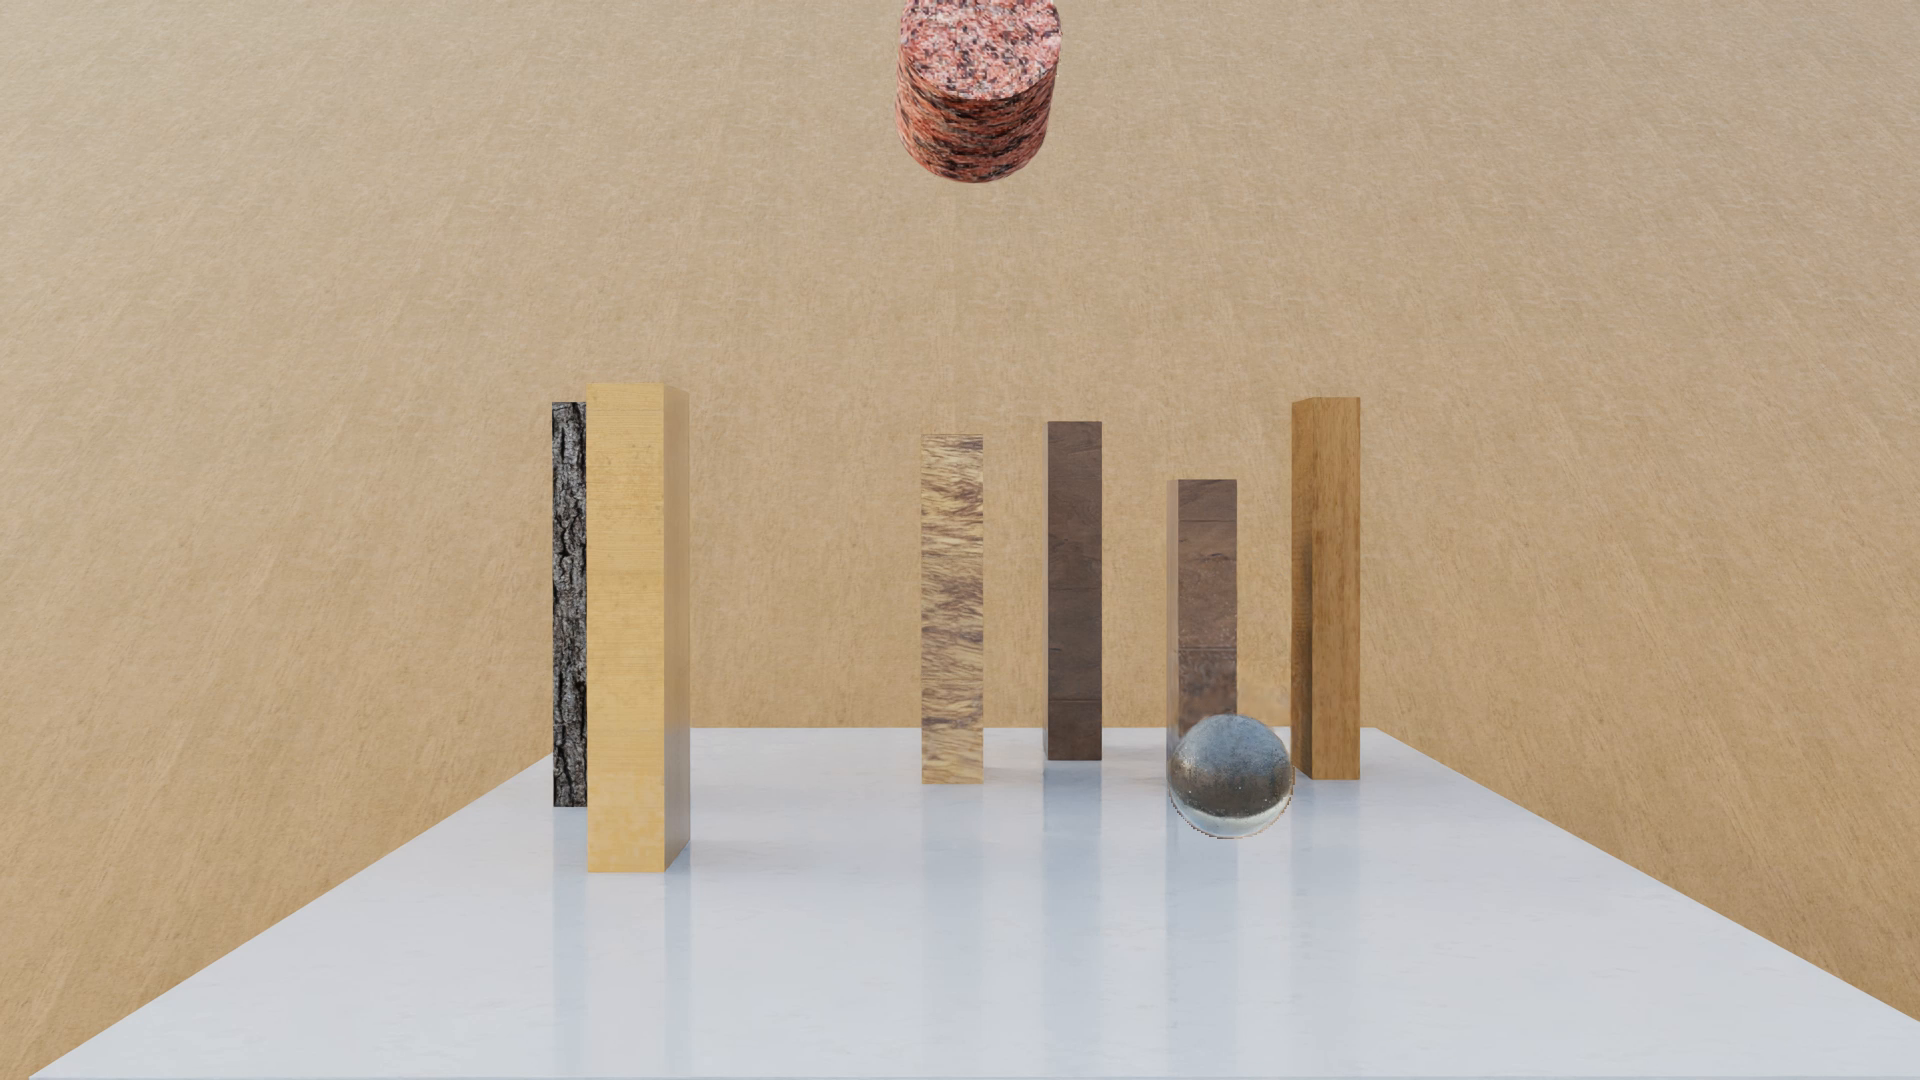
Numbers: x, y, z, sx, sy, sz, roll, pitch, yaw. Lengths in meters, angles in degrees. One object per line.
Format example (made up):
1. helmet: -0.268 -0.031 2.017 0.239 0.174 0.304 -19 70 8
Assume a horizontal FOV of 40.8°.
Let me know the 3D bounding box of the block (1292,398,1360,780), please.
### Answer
1. block: 0.780 0.098 5.522 0.099 0.793 0.337 0 1 0

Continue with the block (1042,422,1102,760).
1. block: 0.256 0.111 5.934 0.120 0.756 0.357 0 1 0

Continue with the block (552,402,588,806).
1. block: -0.730 0.120 5.074 0.080 0.766 0.384 0 1 0

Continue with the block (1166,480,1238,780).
1. block: 0.488 0.189 5.229 0.116 0.621 0.283 0 1 0

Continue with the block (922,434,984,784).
1. block: -0.016 0.139 5.444 0.126 0.715 0.337 0 1 0

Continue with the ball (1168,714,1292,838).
1. ball: 0.301 0.262 2.876 0.137 0.137 0.137 0 28 0

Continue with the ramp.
1. ramp: 0.062 0.559 4.597 2.000 0.100 4.000 0 1 0

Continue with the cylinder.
1. cylinder: 0.014 -0.395 2.193 0.134 0.134 0.134 1 68 -3

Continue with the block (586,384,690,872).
1. block: -0.521 0.134 4.214 0.120 0.762 0.391 0 1 0
